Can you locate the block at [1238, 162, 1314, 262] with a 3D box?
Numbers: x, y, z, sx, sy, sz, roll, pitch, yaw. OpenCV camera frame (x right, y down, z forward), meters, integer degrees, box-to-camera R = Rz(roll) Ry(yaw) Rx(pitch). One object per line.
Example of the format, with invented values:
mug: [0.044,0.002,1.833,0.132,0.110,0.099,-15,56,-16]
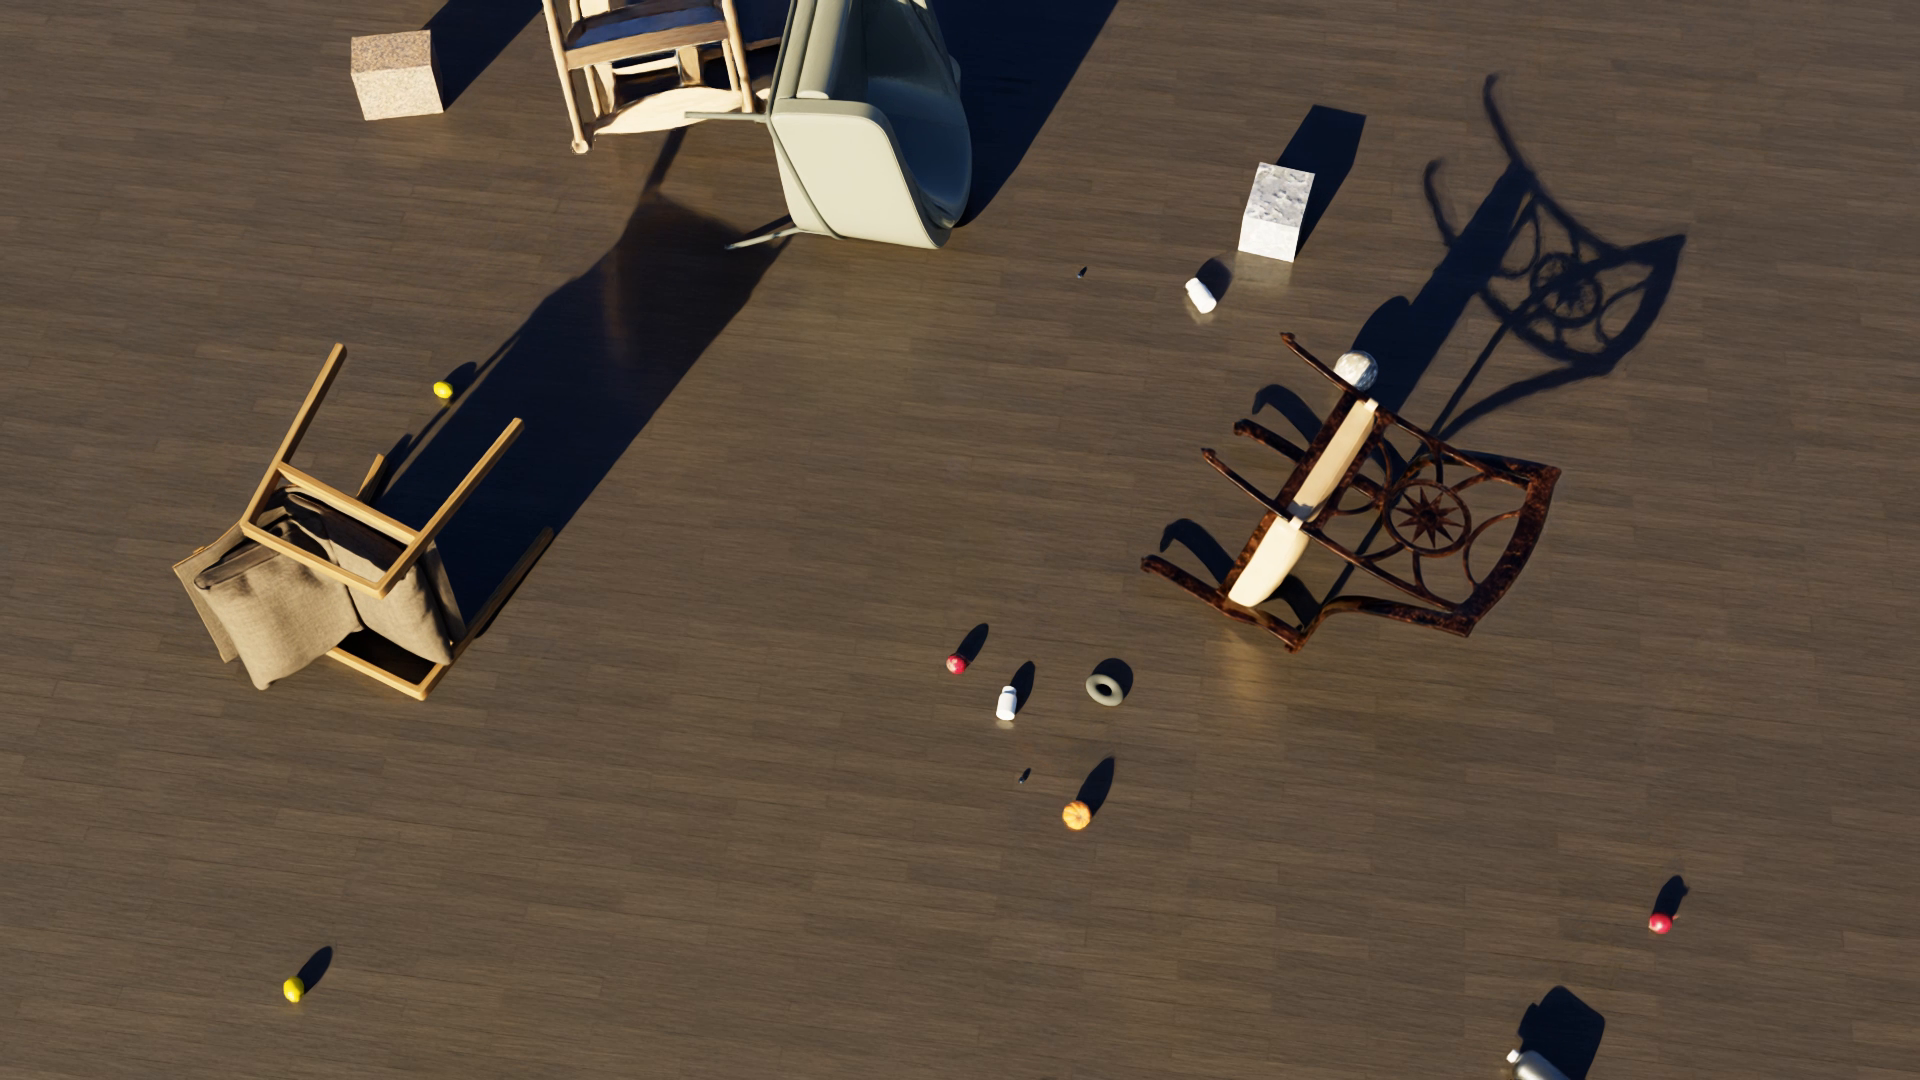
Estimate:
block: [1.036,-1.073,7.195,0.183,0.163,0.247,14,57,9]

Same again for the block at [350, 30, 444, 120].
block: [-1.919,-1.587,7.507,0.265,0.219,0.173,-7,56,-5]

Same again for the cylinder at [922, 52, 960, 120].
cylinder: [-0.062,-1.552,7.526,0.128,0.148,0.180,-8,57,-6]

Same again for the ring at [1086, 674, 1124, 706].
ring: [0.414,0.426,6.271,0.122,0.029,0.089,36,64,21]

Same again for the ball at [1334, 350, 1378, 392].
ball: [1.234,-0.525,6.846,0.134,0.134,0.134,0,56,0]
